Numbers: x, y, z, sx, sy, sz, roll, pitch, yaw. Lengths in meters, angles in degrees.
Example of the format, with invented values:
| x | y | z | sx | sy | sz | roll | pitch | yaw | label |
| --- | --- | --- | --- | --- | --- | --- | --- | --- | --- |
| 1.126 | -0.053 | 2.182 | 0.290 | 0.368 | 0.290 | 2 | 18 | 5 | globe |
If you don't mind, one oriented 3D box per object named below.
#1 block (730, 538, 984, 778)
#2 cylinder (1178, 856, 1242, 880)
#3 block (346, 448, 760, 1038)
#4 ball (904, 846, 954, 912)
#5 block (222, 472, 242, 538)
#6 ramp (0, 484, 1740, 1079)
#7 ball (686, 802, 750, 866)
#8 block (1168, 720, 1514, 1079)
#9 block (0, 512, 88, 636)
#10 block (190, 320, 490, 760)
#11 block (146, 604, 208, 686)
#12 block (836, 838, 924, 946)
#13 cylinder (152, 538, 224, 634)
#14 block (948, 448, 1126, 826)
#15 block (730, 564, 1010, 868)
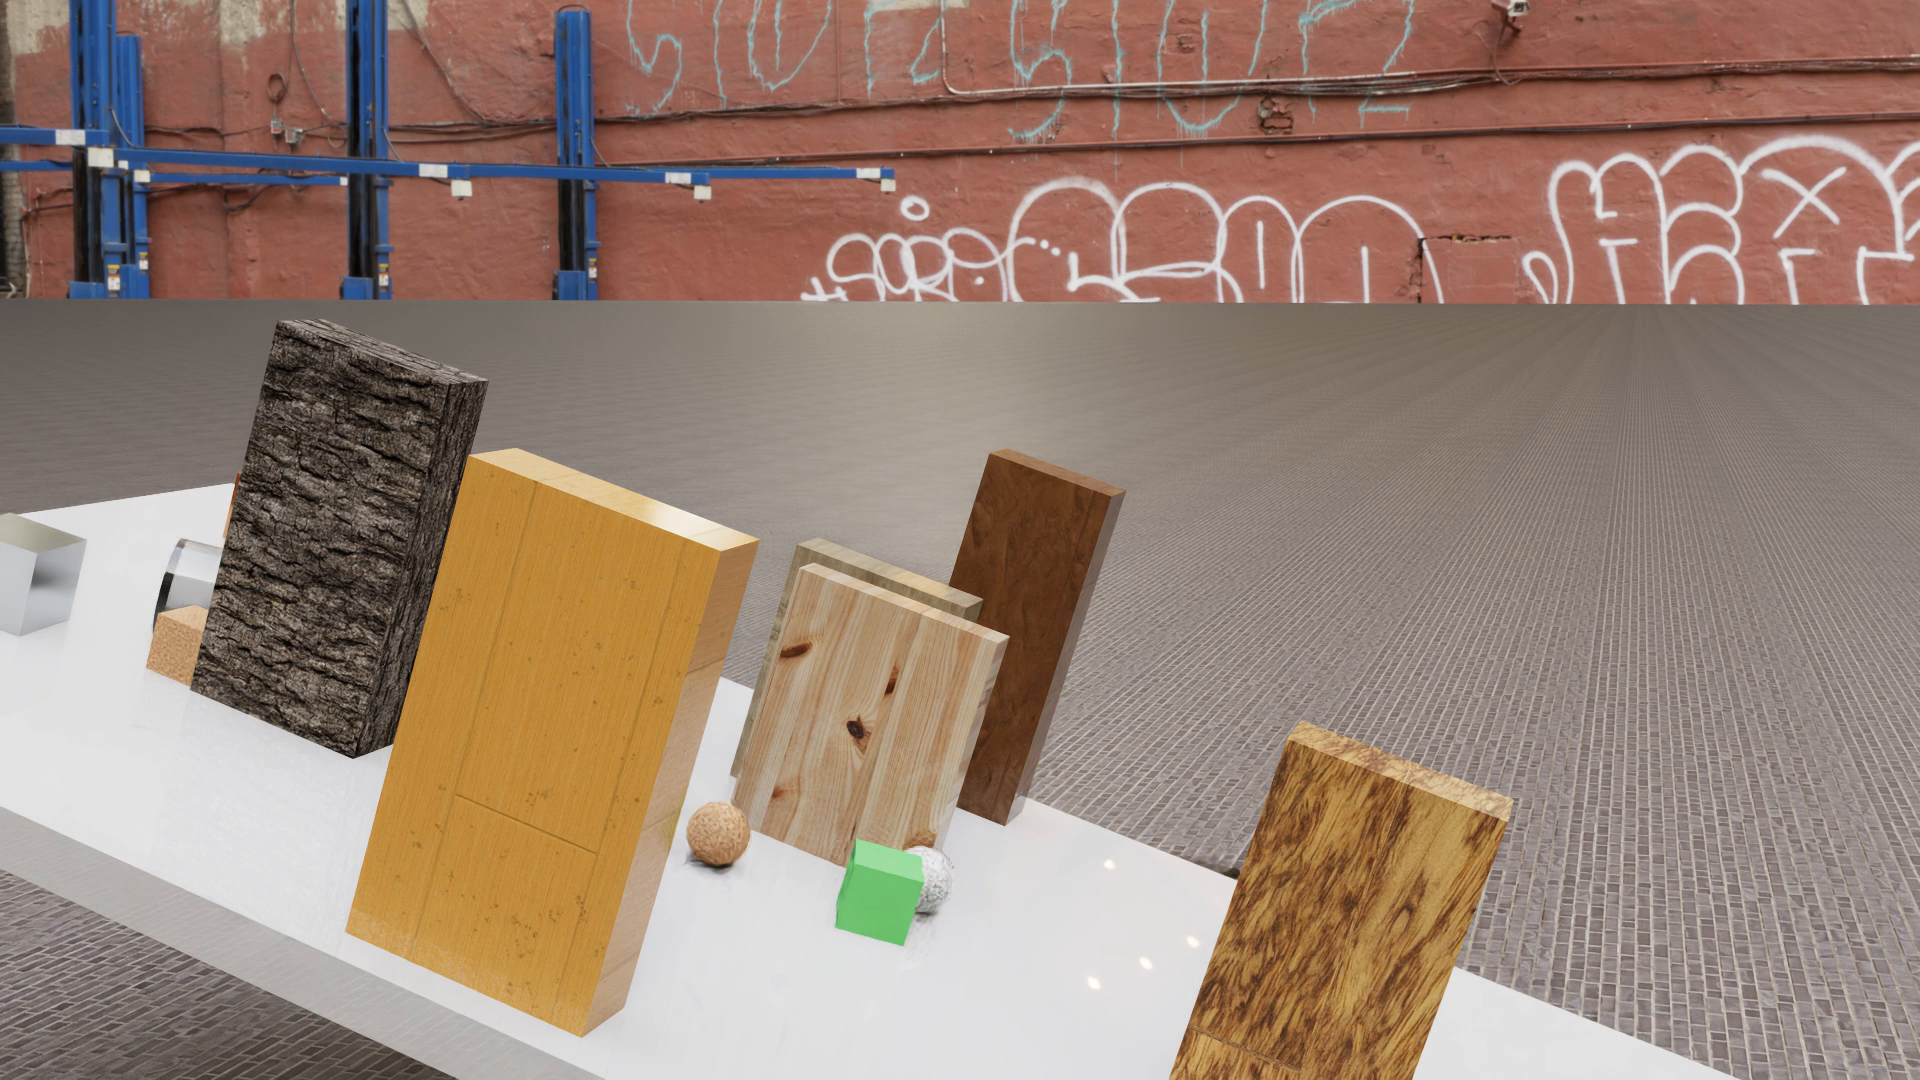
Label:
| x | y | z | sx | sy | sz | roll | pitch | yaw | label |
| --- | --- | --- | --- | --- | --- | --- | --- | --- | --- |
| -0.220 | 0.310 | 4.615 | 0.384 | 0.523 | 0.123 | 20 | 12 | 14 | block |
| 0.679 | 1.006 | 6.200 | 0.196 | 0.196 | 0.196 | 6 | 9 | 40 | cylinder |
| -0.632 | 0.306 | 3.378 | 0.426 | 0.791 | 0.147 | 20 | 12 | 14 | block |
| -0.076 | 0.652 | 4.227 | 0.125 | 0.125 | 0.125 | 0 | 7 | 0 | ball |
| -1.610 | -0.053 | 5.195 | 0.162 | 0.162 | 0.162 | 26 | 15 | 36 | block |
| -0.360 | 0.684 | 4.228 | 4.000 | 0.100 | 2.000 | 20 | 12 | 14 | ramp |
| -0.456 | 0.553 | 4.149 | 0.120 | 0.120 | 0.120 | 0 | 7 | 0 | ball |
| 0.556 | 0.696 | 3.386 | 0.340 | 0.748 | 0.145 | 20 | 12 | 14 | block |
| -1.844 | 0.066 | 4.290 | 0.171 | 0.171 | 0.171 | 19 | 12 | 7 | block |
| -1.178 | -0.006 | 4.164 | 0.371 | 0.741 | 0.147 | 20 | 12 | 14 | block |
| -1.491 | 0.207 | 4.283 | 0.114 | 0.114 | 0.114 | 20 | 12 | 14 | block |
| -0.150 | 0.655 | 4.092 | 0.131 | 0.131 | 0.131 | 16 | 12 | -5 | block |
| -1.497 | 0.121 | 4.447 | 0.205 | 0.205 | 0.205 | 15 | 4 | -11 | cylinder |
| 0.103 | 0.215 | 4.892 | 0.286 | 0.778 | 0.144 | 20 | 12 | 14 | block |
| -0.187 | 0.373 | 4.337 | 0.424 | 0.538 | 0.082 | 20 | 12 | 14 | block |
